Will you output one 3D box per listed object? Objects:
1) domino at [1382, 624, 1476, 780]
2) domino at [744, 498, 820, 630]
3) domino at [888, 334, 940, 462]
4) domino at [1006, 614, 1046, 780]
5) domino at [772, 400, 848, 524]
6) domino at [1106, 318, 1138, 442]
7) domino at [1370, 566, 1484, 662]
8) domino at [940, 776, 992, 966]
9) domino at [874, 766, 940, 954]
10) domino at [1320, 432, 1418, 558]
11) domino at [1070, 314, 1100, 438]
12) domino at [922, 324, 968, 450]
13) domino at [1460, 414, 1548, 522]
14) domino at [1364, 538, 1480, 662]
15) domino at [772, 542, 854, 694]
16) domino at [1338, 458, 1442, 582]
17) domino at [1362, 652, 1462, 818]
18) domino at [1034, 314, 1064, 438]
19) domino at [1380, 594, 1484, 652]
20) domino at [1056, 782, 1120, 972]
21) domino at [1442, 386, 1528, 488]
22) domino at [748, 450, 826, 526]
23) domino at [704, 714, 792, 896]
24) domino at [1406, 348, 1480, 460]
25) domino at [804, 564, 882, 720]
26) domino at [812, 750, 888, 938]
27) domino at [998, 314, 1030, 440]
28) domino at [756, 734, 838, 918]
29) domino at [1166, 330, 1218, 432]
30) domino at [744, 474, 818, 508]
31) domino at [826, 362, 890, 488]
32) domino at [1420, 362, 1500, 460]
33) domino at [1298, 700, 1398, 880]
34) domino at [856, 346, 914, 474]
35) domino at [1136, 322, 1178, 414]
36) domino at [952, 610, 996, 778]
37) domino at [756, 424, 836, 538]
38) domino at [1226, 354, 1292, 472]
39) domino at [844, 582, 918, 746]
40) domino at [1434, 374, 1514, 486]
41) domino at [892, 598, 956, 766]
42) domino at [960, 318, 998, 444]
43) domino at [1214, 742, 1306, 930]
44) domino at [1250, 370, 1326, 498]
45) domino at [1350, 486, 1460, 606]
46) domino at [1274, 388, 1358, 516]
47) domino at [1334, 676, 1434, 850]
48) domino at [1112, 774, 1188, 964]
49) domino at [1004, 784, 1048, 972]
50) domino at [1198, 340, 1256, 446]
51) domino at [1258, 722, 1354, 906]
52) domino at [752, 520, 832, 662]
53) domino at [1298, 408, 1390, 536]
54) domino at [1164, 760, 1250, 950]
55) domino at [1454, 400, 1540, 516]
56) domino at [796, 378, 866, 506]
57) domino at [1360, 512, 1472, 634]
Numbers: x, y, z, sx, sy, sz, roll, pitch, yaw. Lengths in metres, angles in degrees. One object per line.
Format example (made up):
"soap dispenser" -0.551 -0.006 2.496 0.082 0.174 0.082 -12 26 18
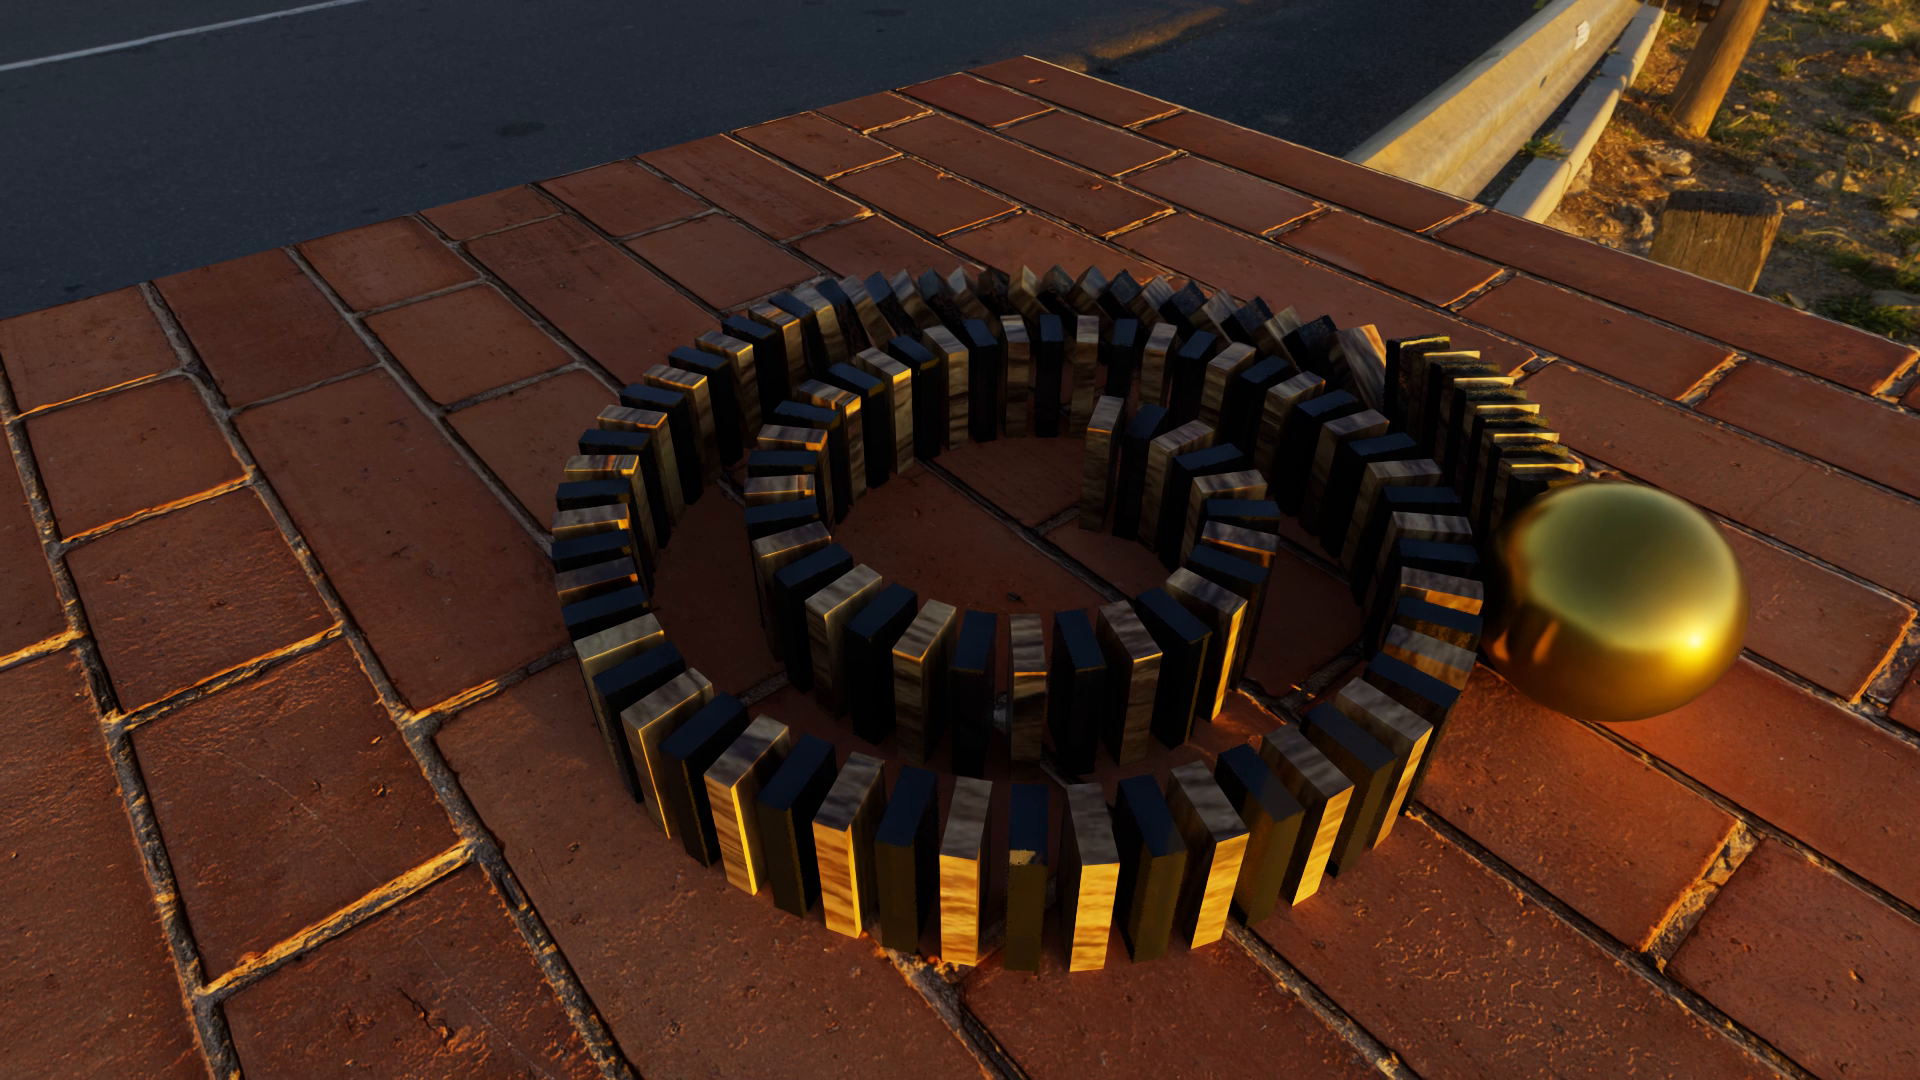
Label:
"domino" 0.142 0.052 0.348 0.025 0.050 0.009 21 44 24
"domino" -0.063 0.009 0.400 0.025 0.050 0.009 -9 40 -11
"domino" -0.020 -0.063 0.488 0.010 0.050 0.025 -25 45 -27
"domino" 0.021 0.050 0.350 0.010 0.050 0.025 -1 39 -1
"domino" -0.061 -0.031 0.450 0.025 0.050 0.009 13 41 15
"domino" 0.072 -0.072 0.500 0.010 0.050 0.025 8 40 10
"domino" 0.156 0.033 0.371 0.025 0.050 0.009 12 41 14
"domino" 0.002 0.091 0.300 0.010 0.050 0.025 7 40 8
"domino" -0.014 0.089 0.303 0.009 0.050 0.025 10 40 12
"domino" 0.160 -0.017 0.432 0.025 0.050 0.009 -11 41 -13
"domino" 0.057 -0.074 0.502 0.009 0.050 0.025 4 40 5
"domino" -0.006 -0.068 0.495 0.010 0.050 0.025 -19 43 -21
"domino" 0.218 -0.025 0.442 0.025 0.050 0.009 -1 19 -1
"domino" 0.160 0.023 0.383 0.025 0.050 0.009 6 40 8
"domino" -0.048 0.027 0.378 0.025 0.050 0.010 -27 46 -29
"domino" 0.164 -0.007 0.420 0.025 0.050 0.009 -4 40 -5
"domino" 0.133 0.060 0.338 0.025 0.050 0.009 29 47 31
"domino" 0.040 -0.075 0.503 0.009 0.050 0.025 0 39 0
"domino" 0.150 0.043 0.359 0.025 0.050 0.010 16 42 19
"domino" 0.034 0.092 0.299 0.009 0.050 0.025 -3 39 -4
"domino" 0.218 -0.038 0.458 0.025 0.050 0.010 -1 18 -2
"domino" -0.066 -0.011 0.425 0.025 0.050 0.009 1 39 1
"domino" -0.059 0.077 0.318 0.010 0.050 0.025 20 43 23
"domino" 0.211 -0.058 0.482 0.025 0.050 0.009 -3 18 -4
"domino" -0.037 0.035 0.369 0.009 0.050 0.025 30 48 32
"domino" -0.029 0.086 0.307 0.009 0.050 0.025 13 41 16
"domino" 0.024 -0.074 0.502 0.010 0.050 0.025 -4 40 -5
"domino" -0.044 0.082 0.312 0.010 0.050 0.025 16 42 19
"domino" 0.103 -0.065 0.491 0.010 0.050 0.025 20 43 23
"domino" -0.065 -0.001 0.413 0.025 0.050 0.010 -4 39 -4
"domino" -0.044 -0.049 0.471 0.025 0.050 0.009 28 47 30
"domino" 0.214 -0.051 0.474 0.025 0.050 0.009 -1 18 -2
"domino" 0.108 0.074 0.322 0.009 0.050 0.025 -24 45 -26
"domino" -0.033 -0.056 0.480 0.009 0.050 0.025 -30 48 -32
"domino" 0.088 -0.069 0.496 0.009 0.050 0.025 13 41 15
"domino" 0.004 0.050 0.351 0.009 0.050 0.025 7 40 8
"domino" -0.064 -0.021 0.438 0.025 0.050 0.010 6 40 7
"domino" 0.127 -0.052 0.475 0.025 0.050 0.010 -30 48 -32
"domino" -0.025 0.041 0.361 0.009 0.050 0.025 24 45 26
"domino" 0.216 -0.045 0.466 0.025 0.050 0.009 -1 18 -2
"domino" -0.011 0.046 0.355 0.010 0.050 0.025 17 42 19
"domino" 0.008 -0.072 0.499 0.010 0.050 0.025 -11 41 -13
"domino" 0.080 0.084 0.309 0.009 0.050 0.025 -16 42 -19
"domino" 0.138 -0.044 0.465 0.025 0.050 0.009 -25 46 -28
"domino" 0.164 0.003 0.408 0.025 0.050 0.009 1 39 1
"domino" 0.147 -0.036 0.455 0.025 0.050 0.010 -21 44 -24
"domino" 0.121 0.067 0.329 0.009 0.050 0.025 -29 47 -30
"domino" 0.050 0.090 0.301 0.009 0.050 0.025 -8 40 -10
"domino" 0.018 0.092 0.299 0.010 0.050 0.025 2 39 3
"domino" 0.116 -0.059 0.484 0.009 0.050 0.025 28 47 30
"domino" 0.095 0.079 0.315 0.009 0.050 0.025 -20 43 -23
"domino" -0.057 0.019 0.389 0.025 0.050 0.009 -17 42 -20
"domino" 0.154 -0.027 0.444 0.025 0.050 0.010 -16 42 -19
"domino" 0.065 0.088 0.305 0.009 0.050 0.025 -13 41 -15
"domino" 0.218 -0.032 0.450 0.025 0.050 0.010 -1 19 -1
"domino" -0.053 -0.040 0.461 0.025 0.050 0.009 22 44 24
"domino" 0.163 0.013 0.395 0.025 0.050 0.010 5 40 6
